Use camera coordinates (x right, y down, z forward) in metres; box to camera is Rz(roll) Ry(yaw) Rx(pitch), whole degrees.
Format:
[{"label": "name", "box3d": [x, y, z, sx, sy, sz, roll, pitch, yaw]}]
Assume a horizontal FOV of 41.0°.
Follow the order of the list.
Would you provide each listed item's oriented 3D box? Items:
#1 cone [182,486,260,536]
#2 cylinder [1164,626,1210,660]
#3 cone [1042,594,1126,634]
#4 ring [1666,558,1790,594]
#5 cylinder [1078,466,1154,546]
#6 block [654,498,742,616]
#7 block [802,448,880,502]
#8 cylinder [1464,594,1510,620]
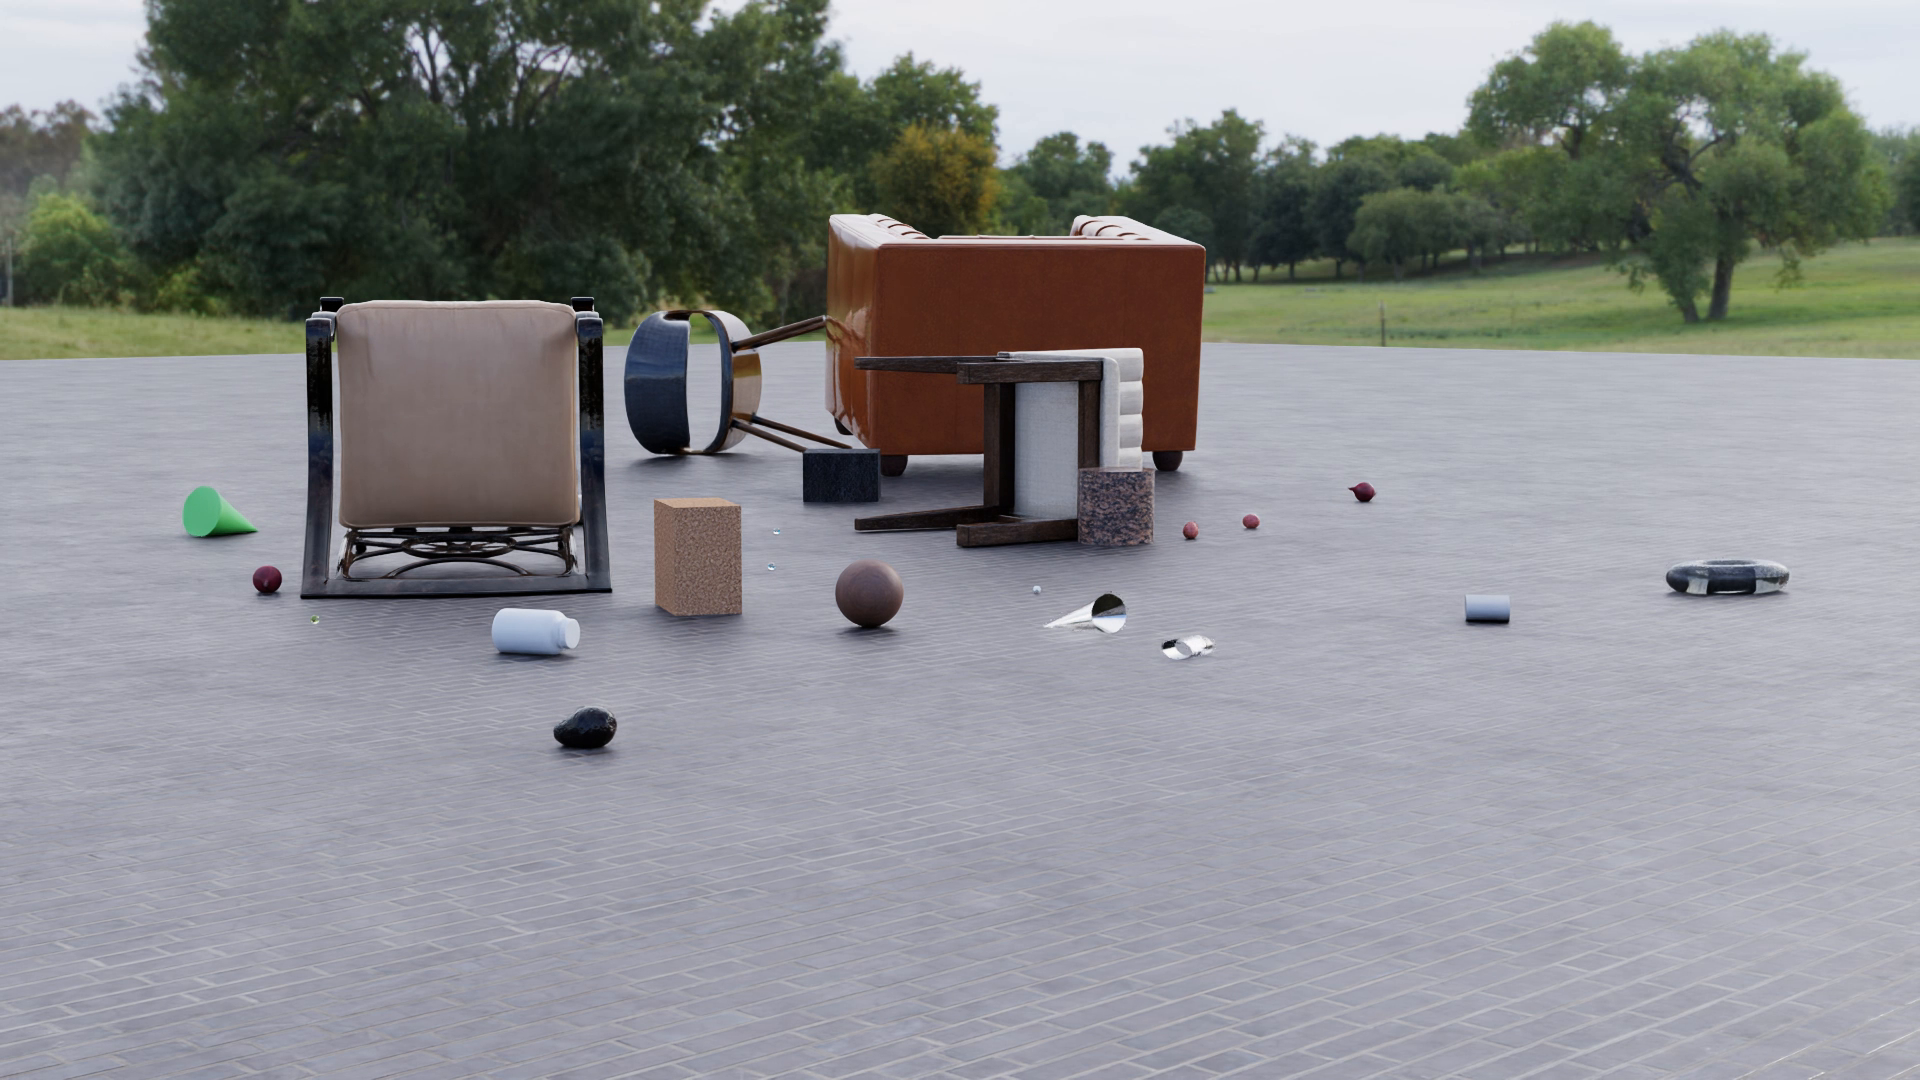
[{"label": "cone", "box3d": [-1.867, -0.048, 6.569, 0.174, 0.131, 0.197, 24, -1, -43]}, {"label": "cylinder", "box3d": [0.395, 0.186, 4.442, 0.058, 0.034, 0.073, 19, 38, 17]}, {"label": "cone", "box3d": [0.215, 0.150, 4.784, 0.146, 0.073, 0.134, -13, 0, 32]}, {"label": "ring", "box3d": [1.608, 0.077, 5.371, 0.270, 0.062, 0.144, -2, 7, -10]}, {"label": "cylinder", "box3d": [0.387, -0.085, 6.357, 0.190, 0.181, 0.178, 0, 6, -4]}, {"label": "block", "box3d": [-0.520, 0.031, 5.085, 0.132, 0.211, 0.203, -2, 6, -18]}, {"label": "block", "box3d": [-0.348, -0.193, 7.586, 0.220, 0.142, 0.197, 0, 6, 1]}, {"label": "cylinder", "box3d": [1.011, 0.130, 4.923, 0.081, 0.047, 0.108, 1, 8, 9]}]
